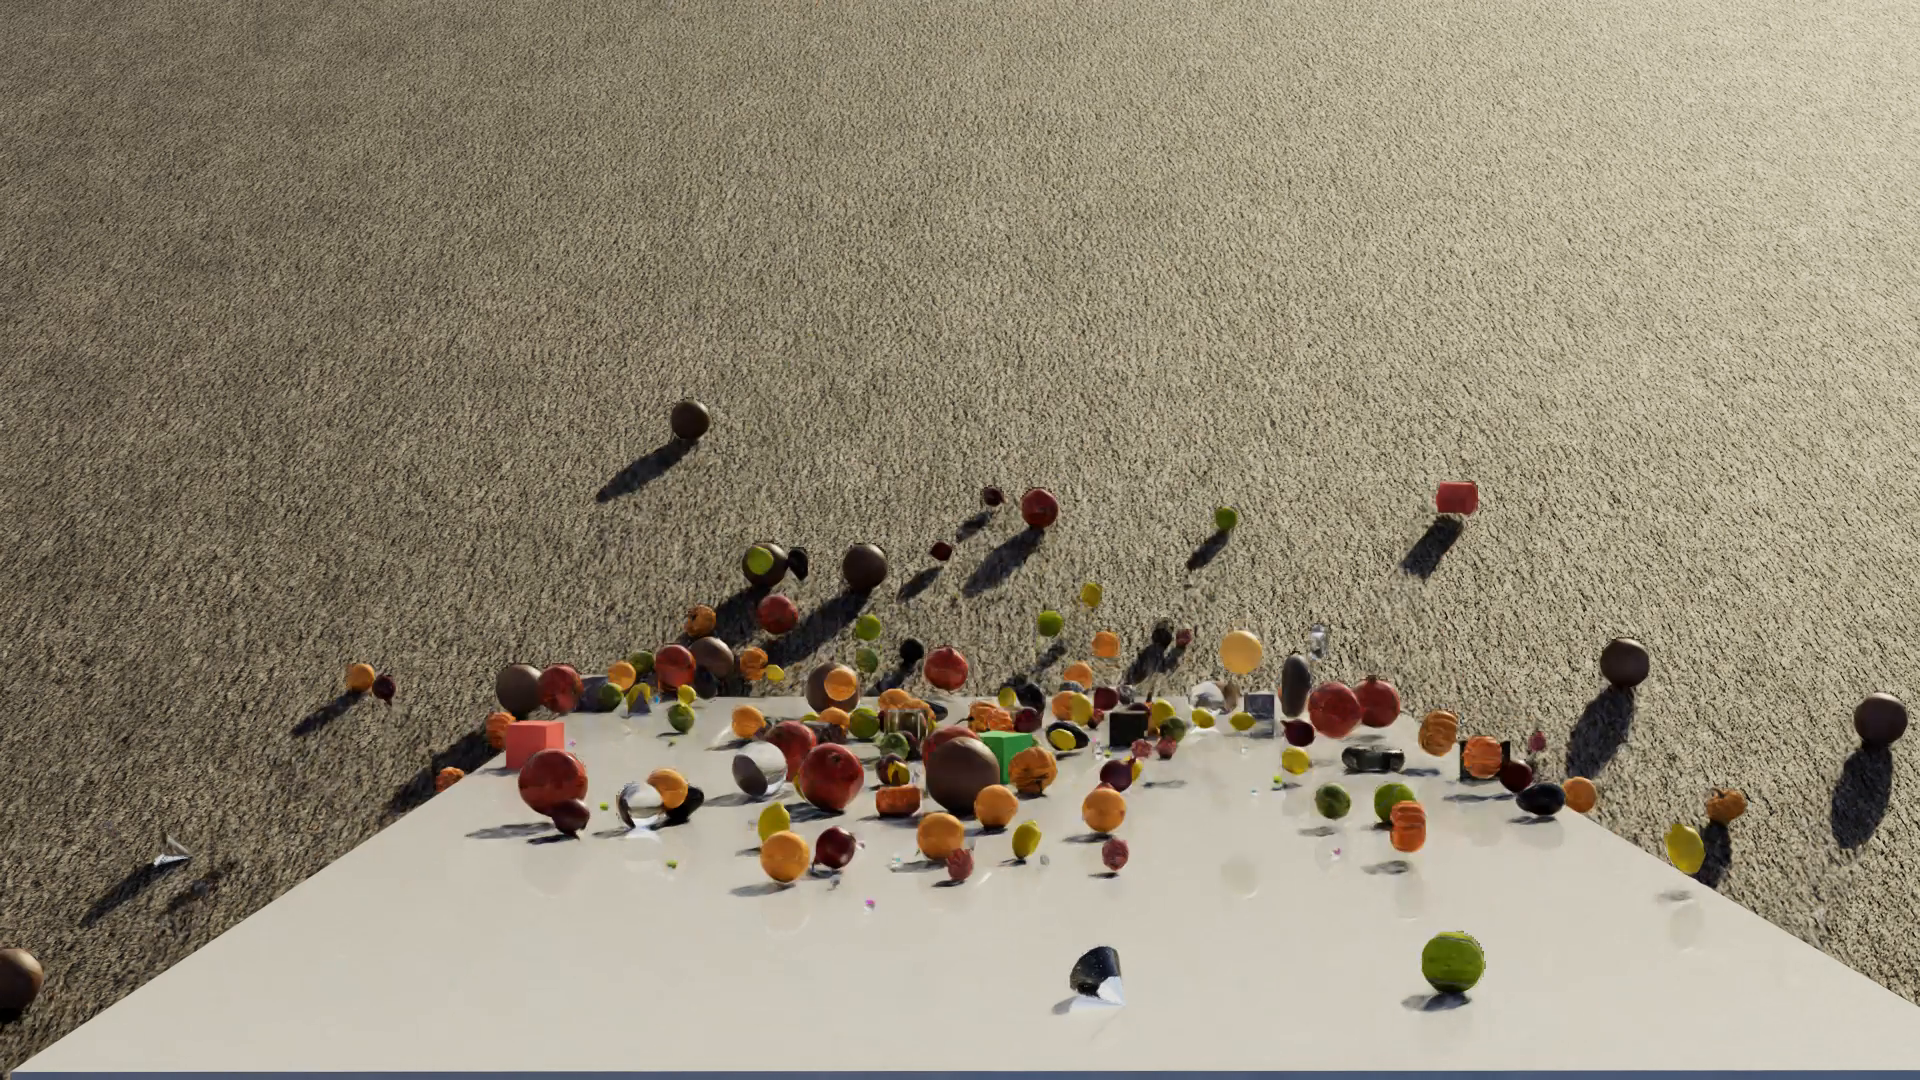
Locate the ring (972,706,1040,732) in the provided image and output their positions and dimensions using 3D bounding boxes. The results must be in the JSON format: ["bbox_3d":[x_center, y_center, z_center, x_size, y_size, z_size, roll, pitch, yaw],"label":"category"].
[{"bbox_3d":[0.103,0.401,5.730,0.149,0.050,0.149,-1,3,0],"label":"ring"}]

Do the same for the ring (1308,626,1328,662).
[{"bbox_3d":[0.959,0.276,6.892,0.032,0.097,0.097,1,23,27],"label":"ring"}]

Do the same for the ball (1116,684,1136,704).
[{"bbox_3d":[0.409,0.380,6.349,0.050,0.050,0.050,0,25,0],"label":"ball"}]

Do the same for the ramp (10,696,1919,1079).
[{"bbox_3d":[0.057,0.512,4.554,2.000,0.100,4.000,0,2,0],"label":"ramp"}]

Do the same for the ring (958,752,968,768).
[{"bbox_3d":[0.034,0.433,5.068,0.080,0.027,0.080,0,0,0],"label":"ring"}]

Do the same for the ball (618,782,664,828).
[{"bbox_3d":[-0.525,0.435,4.231,0.075,0.075,0.075,0,25,0],"label":"ball"}]

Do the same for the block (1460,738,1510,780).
[{"bbox_3d":[0.999,0.416,4.902,0.069,0.069,0.069,2,2,42],"label":"block"}]

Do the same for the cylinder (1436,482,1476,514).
[{"bbox_3d":[1.498,-0.127,7.776,0.093,0.093,0.093,5,24,30],"label":"cylinder"}]

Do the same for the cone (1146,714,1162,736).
[{"bbox_3d":[0.410,0.416,5.655,0.050,0.050,0.050,-27,21,13],"label":"cone"}]

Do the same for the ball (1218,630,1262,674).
[{"bbox_3d":[0.554,0.222,5.083,0.087,0.087,0.087,0,25,0],"label":"ball"}]

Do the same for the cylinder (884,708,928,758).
[{"bbox_3d":[-0.110,0.394,5.262,0.093,0.093,0.093,0,2,0],"label":"cylinder"}]

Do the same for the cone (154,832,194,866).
[{"bbox_3d":[-1.827,0.729,6.013,0.081,0.081,0.081,18,15,-30],"label":"cone"}]

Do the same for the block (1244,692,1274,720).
[{"bbox_3d":[0.699,0.386,6.024,0.058,0.058,0.058,0,2,-6],"label":"block"}]

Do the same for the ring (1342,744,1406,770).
[{"bbox_3d":[0.808,0.426,5.039,0.123,0.041,0.123,1,3,0],"label":"ring"}]

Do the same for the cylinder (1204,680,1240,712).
[{"bbox_3d":[0.620,0.374,6.180,0.070,0.070,0.070,2,20,43],"label":"cylinder"}]

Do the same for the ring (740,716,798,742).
[{"bbox_3d":[-0.410,0.409,5.556,0.131,0.044,0.131,-1,4,0],"label":"ring"}]

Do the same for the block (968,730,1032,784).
[{"bbox_3d":[0.075,0.409,4.858,0.087,0.087,0.087,1,2,38],"label":"block"}]

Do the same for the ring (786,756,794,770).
[{"bbox_3d":[-0.366,0.434,4.999,0.087,0.029,0.087,1,1,0],"label":"ring"}]

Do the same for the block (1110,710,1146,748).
[{"bbox_3d":[0.356,0.399,5.440,0.071,0.071,0.071,0,2,10],"label":"block"}]

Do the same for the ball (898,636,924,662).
[{"bbox_3d":[-0.131,0.294,6.918,0.068,0.068,0.068,0,25,0],"label":"ball"}]

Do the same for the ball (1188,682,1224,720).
[{"bbox_3d":[0.565,0.370,5.927,0.084,0.084,0.084,0,25,0],"label":"ball"}]

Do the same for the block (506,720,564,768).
[{"bbox_3d":[-0.838,0.404,5.088,0.085,0.085,0.085,0,2,15],"label":"block"}]

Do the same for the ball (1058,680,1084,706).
[{"bbox_3d":[0.273,0.375,6.307,0.063,0.063,0.063,0,25,0],"label":"ball"}]

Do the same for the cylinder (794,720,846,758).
[{"bbox_3d":[-0.284,0.404,5.220,0.073,0.073,0.073,1,20,39],"label":"cylinder"}]

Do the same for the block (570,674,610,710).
[{"bbox_3d":[-0.898,0.370,6.259,0.078,0.078,0.078,-1,2,-27],"label":"block"}]

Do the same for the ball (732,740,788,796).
[{"bbox_3d":[-0.359,0.410,4.627,0.100,0.100,0.100,0,25,0],"label":"ball"}]

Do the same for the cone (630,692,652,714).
[{"bbox_3d":[-0.764,0.385,6.155,0.055,0.055,0.055,0,2,0],"label":"cone"}]
